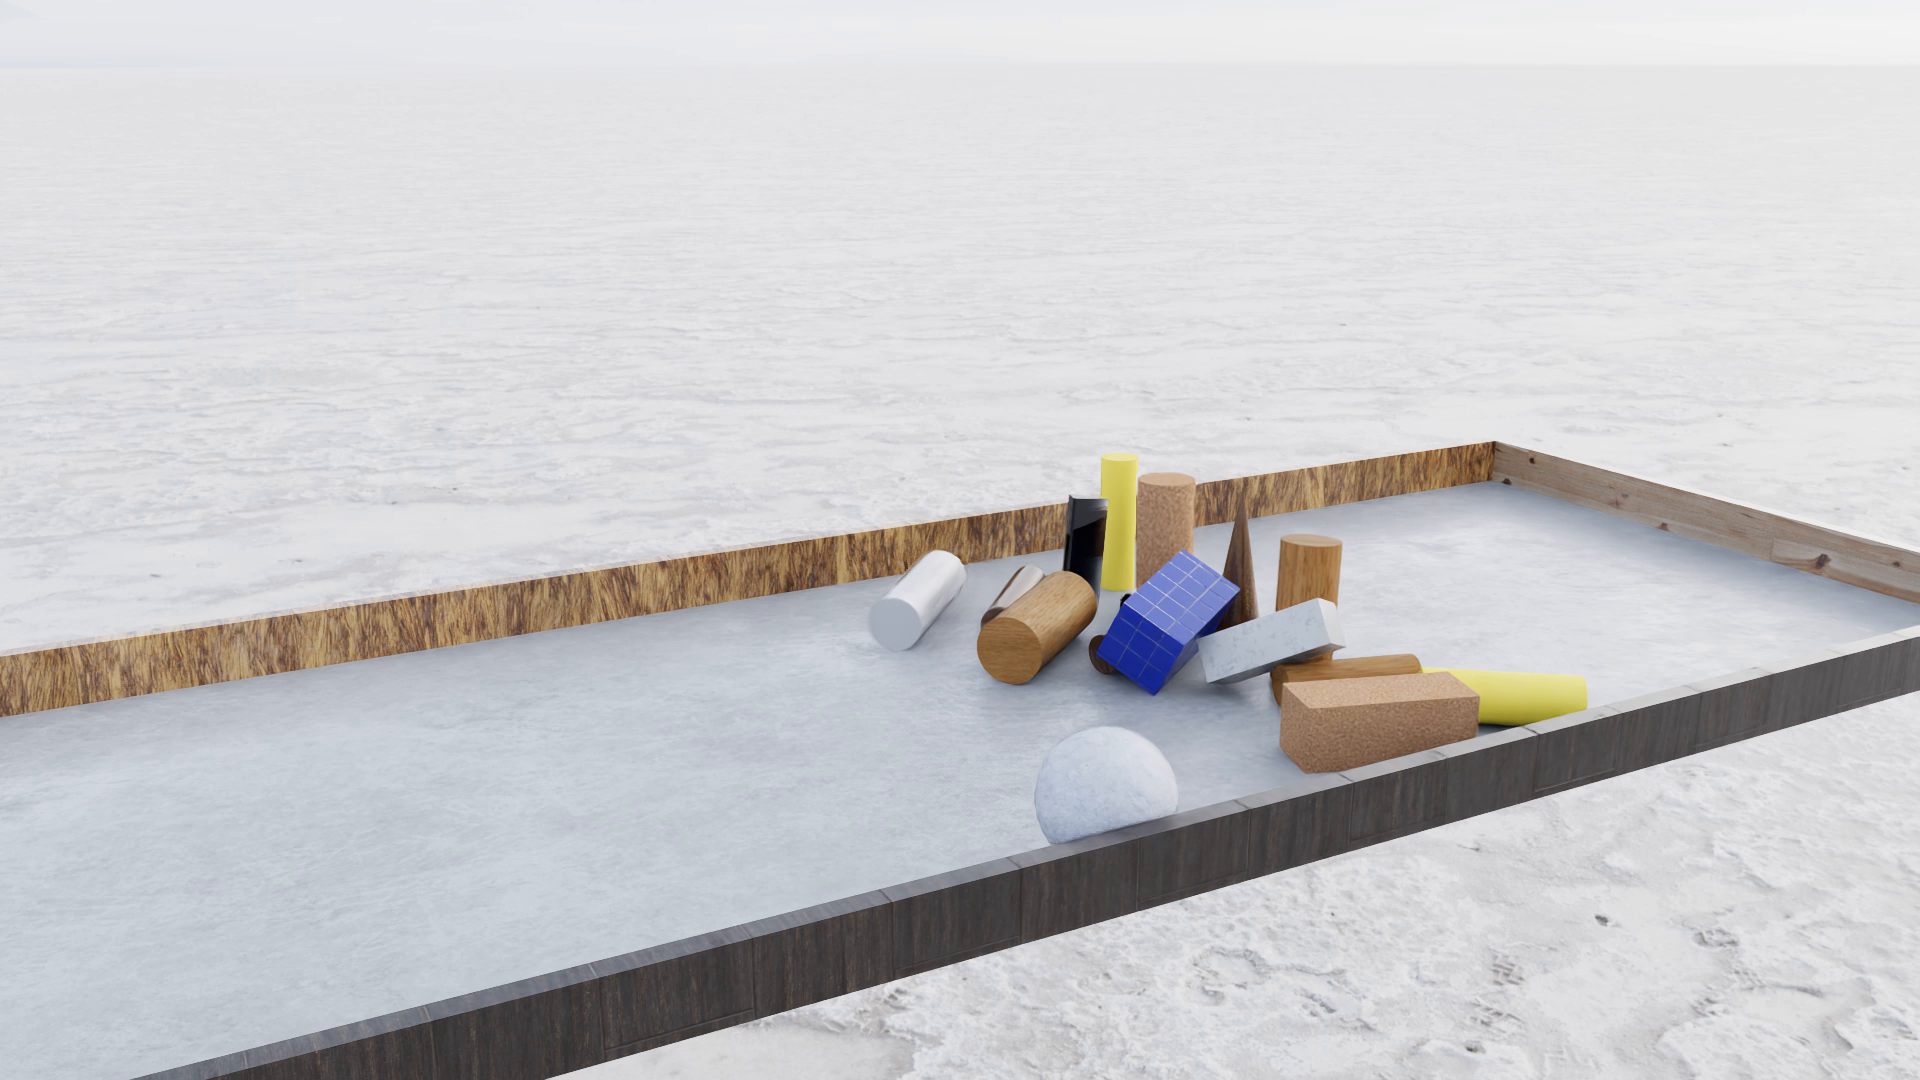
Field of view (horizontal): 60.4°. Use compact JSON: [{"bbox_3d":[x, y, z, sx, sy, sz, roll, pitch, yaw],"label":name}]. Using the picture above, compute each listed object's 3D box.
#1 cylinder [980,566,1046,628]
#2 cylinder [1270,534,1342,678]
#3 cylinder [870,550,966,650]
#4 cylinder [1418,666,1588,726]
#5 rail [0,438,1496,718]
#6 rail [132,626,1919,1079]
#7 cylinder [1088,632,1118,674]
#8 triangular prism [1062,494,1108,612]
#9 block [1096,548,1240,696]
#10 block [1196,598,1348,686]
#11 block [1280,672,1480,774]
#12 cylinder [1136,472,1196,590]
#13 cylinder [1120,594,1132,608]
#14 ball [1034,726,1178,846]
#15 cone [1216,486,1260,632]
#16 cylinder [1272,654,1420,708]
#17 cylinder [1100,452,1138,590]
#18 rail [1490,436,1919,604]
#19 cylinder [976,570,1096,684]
[{"bbox_3d":[0.153,0.176,4.578,0.101,0.101,0.395,4,17,14],"label":"cylinder"},{"bbox_3d":[0.861,0.174,4.108,0.151,0.355,0.151,2,11,0],"label":"cylinder"},{"bbox_3d":[-0.112,0.161,4.550,0.145,0.145,0.449,4,17,14],"label":"cylinder"},{"bbox_3d":[1.268,0.370,3.872,0.364,0.126,0.126,2,17,8],"label":"cylinder"},{"bbox_3d":[-3.305,0.497,3.399,12.000,0.150,0.050,-9,18,-27],"label":"rail"},{"bbox_3d":[-2.336,1.006,1.665,12.000,0.150,0.050,-9,18,-27],"label":"rail"},{"bbox_3d":[0.477,0.262,4.280,0.306,0.102,0.102,-14,21,-39],"label":"cylinder"},{"bbox_3d":[0.325,0.037,4.643,0.119,0.324,0.103,0,9,-33],"label":"triangular prism"},{"bbox_3d":[0.525,0.203,4.144,0.180,0.180,0.335,36,39,15],"label":"block"},{"bbox_3d":[0.755,0.251,4.007,0.325,0.112,0.112,-22,-19,28],"label":"block"},{"bbox_3d":[0.937,0.407,3.696,0.399,0.154,0.154,-3,17,-10],"label":"block"},{"bbox_3d":[0.571,0.019,4.593,0.156,0.391,0.156,-1,17,0],"label":"cylinder"},{"bbox_3d":[0.627,0.186,4.511,0.361,0.119,0.119,-6,18,-20],"label":"cylinder"},{"bbox_3d":[0.281,0.496,3.173,0.278,0.278,0.278,0,16,0],"label":"ball"},{"bbox_3d":[0.736,0.067,4.353,0.148,0.436,0.148,0,16,0],"label":"cone"},{"bbox_3d":[0.941,0.341,4.007,0.345,0.106,0.106,-4,17,-12],"label":"cylinder"},{"bbox_3d":[0.464,-0.054,4.842,0.108,0.392,0.108,0,16,0],"label":"cylinder"},{"bbox_3d":[2.466,-0.048,5.253,0.050,0.150,2.100,-9,18,-27],"label":"rail"},{"bbox_3d":[0.205,0.222,4.288,0.176,0.176,0.417,7,18,22],"label":"cylinder"}]
